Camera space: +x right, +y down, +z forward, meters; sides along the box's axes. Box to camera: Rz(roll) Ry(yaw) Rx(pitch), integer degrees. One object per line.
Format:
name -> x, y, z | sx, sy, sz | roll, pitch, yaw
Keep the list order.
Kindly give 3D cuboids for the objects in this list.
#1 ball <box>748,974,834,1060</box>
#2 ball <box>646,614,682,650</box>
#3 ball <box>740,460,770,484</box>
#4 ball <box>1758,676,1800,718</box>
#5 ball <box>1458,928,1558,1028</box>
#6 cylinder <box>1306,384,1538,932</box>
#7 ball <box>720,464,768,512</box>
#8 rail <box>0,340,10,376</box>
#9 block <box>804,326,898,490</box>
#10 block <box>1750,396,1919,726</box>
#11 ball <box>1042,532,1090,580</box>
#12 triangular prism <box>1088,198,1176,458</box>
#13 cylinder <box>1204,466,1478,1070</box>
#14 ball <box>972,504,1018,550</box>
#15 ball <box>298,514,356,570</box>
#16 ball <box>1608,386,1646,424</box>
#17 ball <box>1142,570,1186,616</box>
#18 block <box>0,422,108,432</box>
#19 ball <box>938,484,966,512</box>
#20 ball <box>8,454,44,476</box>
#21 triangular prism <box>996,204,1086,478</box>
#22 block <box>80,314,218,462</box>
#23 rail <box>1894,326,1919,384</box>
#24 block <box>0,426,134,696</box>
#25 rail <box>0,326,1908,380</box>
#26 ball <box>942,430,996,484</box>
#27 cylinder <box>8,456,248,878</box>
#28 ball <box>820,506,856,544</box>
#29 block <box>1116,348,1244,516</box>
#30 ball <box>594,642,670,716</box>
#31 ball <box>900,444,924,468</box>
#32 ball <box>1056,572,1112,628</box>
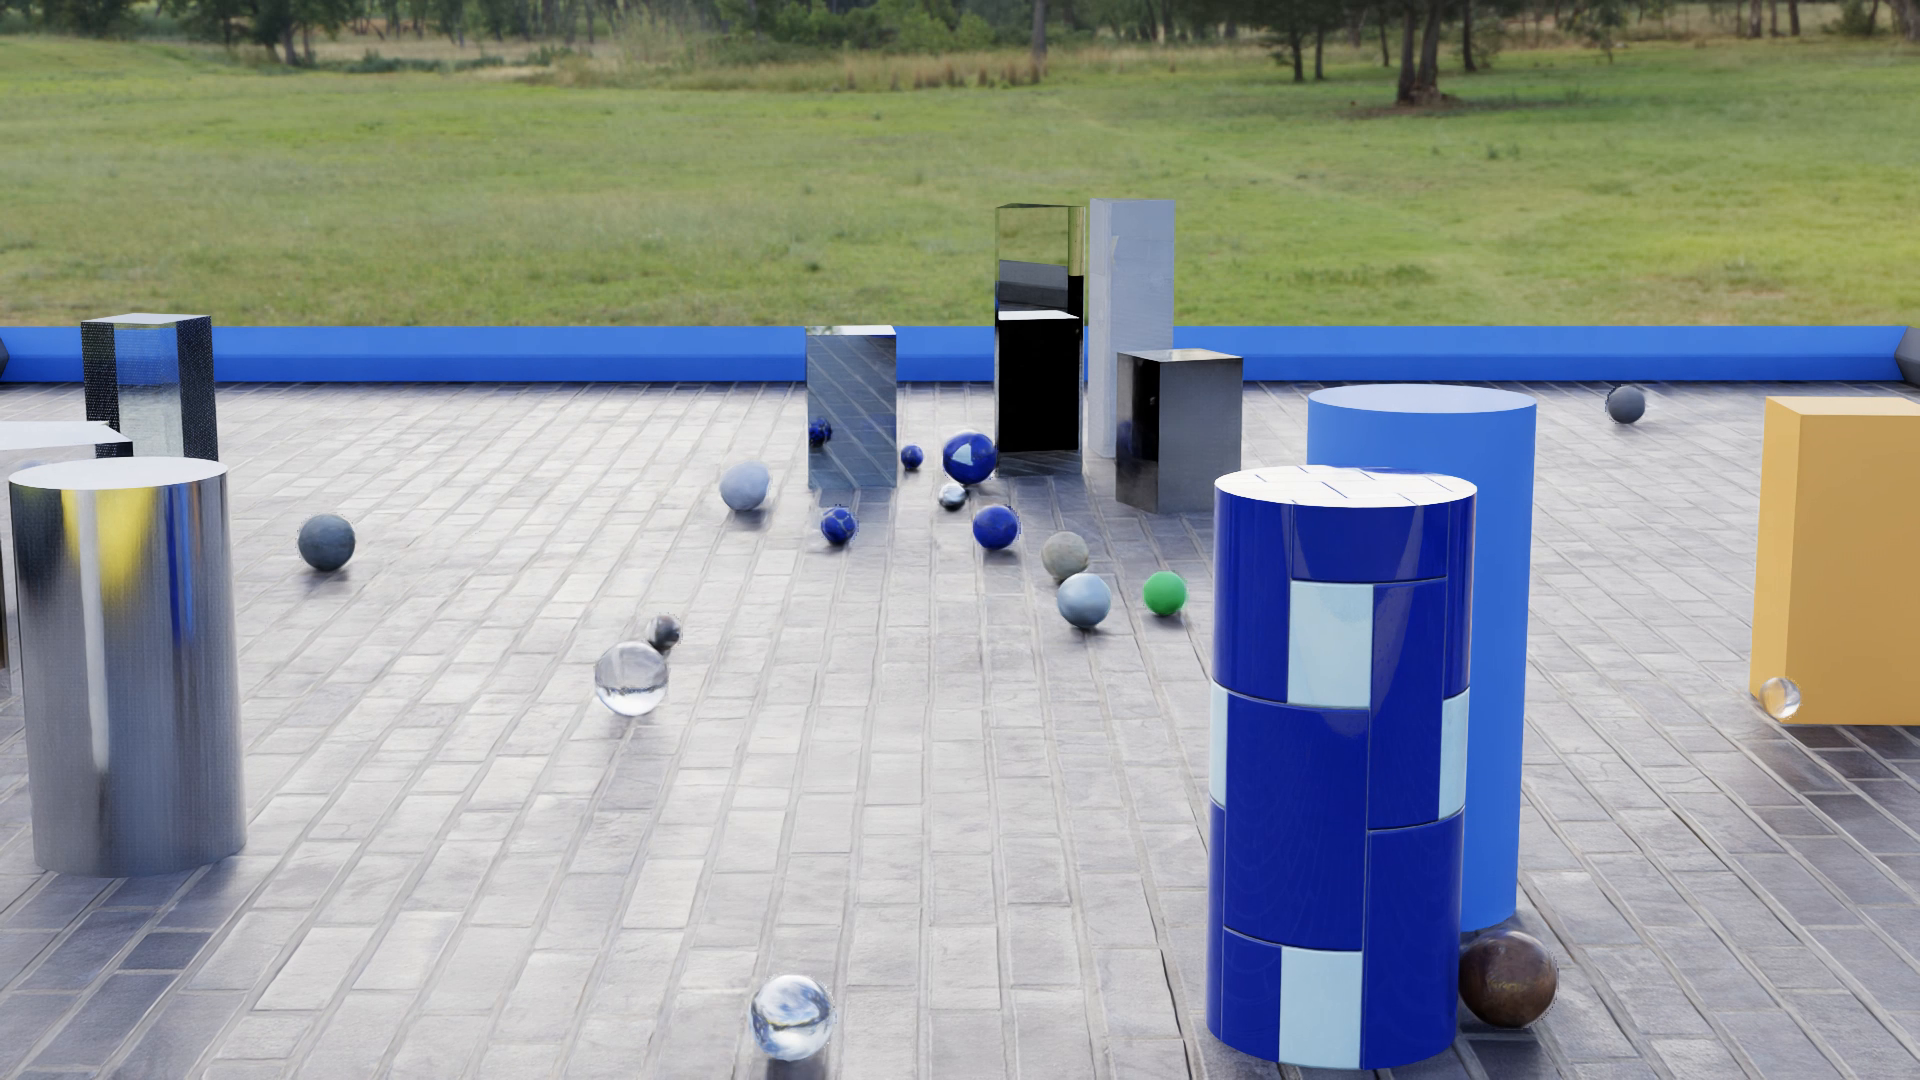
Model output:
ball -> -0.125, 0.353, 1.897 | 0.064, 0.064, 0.064 | 0, 11, 0
ball -> -0.373, 0.116, 3.225 | 0.045, 0.045, 0.045 | 0, 11, 0
ball -> -0.355, -0.105, 4.357 | 0.064, 0.064, 0.064 | 0, 11, 0
ball -> 0.903, 0.173, 2.826 | 0.045, 0.045, 0.045 | 0, 11, 0
ball -> 0.418, 0.335, 1.962 | 0.075, 0.075, 0.075 | 0, 11, 0
cylinder -> 0.393, 0.098, 2.225 | 0.192, 0.445, 0.192 | 0, 11, 0
ball -> -0.357, -0.087, 4.223 | 0.079, 0.079, 0.079 | 0, 11, 0
rail -> -2.190, 0.034, 3.437 | 0.045, 0.125, 5.080 | 0, 11, 0
block -> -0.192, -0.235, 4.500 | 0.154, 0.267, 0.154 | -1, 11, -5
block -> 1.000, 0.021, 2.905 | 0.154, 0.348, 0.154 | 1, 11, 3
ball -> 0.150, 0.022, 3.659 | 0.069, 0.069, 0.069 | 0, 11, 0
triangular prism -> 0.294, -0.406, 4.857 | 0.166, 0.474, 0.144 | -8, 13, -37
cylinder -> 0.285, 0.165, 1.935 | 0.192, 0.419, 0.192 | 0, 11, 0
ball -> 0.053, -0.019, 3.883 | 0.069, 0.069, 0.069 | 0, 11, 0
ball -> -0.921, 0.002, 3.731 | 0.083, 0.083, 0.083 | 0, 11, 0
ball -> 1.362, -0.276, 5.241 | 0.077, 0.077, 0.077 | 0, 11, 0
ball -> 0.273, 0.071, 3.427 | 0.059, 0.059, 0.059 | 0, 11, 0
block -> -1.231, -0.025, 3.426 | 0.154, 0.248, 0.154 | 0, 11, -1
ball -> -0.013, -0.070, 4.222 | 0.046, 0.046, 0.046 | 0, 11, 0
ball -> -1.607, -0.117, 4.421 | 0.065, 0.065, 0.065 | 0, 11, 0
triangular prism -> 0.120, -0.362, 4.611 | 0.166, 0.476, 0.144 | -4, 11, -18
block -> -1.393, -0.234, 4.418 | 0.154, 0.296, 0.154 | 3, 11, 17
rail -> 2.190, 0.030, 3.462 | 0.045, 0.125, 5.080 | 0, 11, 0
block -> -1.075, 0.021, 3.064 | 0.154, 0.290, 0.154 | -6, 12, -29
rail -> -0.014, -0.428, 5.923 | 4.427, 0.125, 0.045 | 0, 11, 0
ball -> 0.016, -0.145, 4.484 | 0.096, 0.096, 0.096 | 0, 11, 0
cylinder -> -0.770, 0.113, 2.384 | 0.192, 0.356, 0.192 | 0, 11, 0
ball -> -0.187, -0.023, 3.940 | 0.056, 0.056, 0.056 | 0, 11, 0
block -> 0.363, -0.182, 4.262 | 0.154, 0.251, 0.154 | -4, 11, -23
ball -> -0.371, 0.156, 2.896 | 0.085, 0.085, 0.085 | 0, 11, 0
ball -> -0.087, -0.152, 4.665 | 0.045, 0.045, 0.045 | 0, 11, 0
ball -> 0.162, 0.078, 3.351 | 0.072, 0.072, 0.072 | 0, 11, 0
